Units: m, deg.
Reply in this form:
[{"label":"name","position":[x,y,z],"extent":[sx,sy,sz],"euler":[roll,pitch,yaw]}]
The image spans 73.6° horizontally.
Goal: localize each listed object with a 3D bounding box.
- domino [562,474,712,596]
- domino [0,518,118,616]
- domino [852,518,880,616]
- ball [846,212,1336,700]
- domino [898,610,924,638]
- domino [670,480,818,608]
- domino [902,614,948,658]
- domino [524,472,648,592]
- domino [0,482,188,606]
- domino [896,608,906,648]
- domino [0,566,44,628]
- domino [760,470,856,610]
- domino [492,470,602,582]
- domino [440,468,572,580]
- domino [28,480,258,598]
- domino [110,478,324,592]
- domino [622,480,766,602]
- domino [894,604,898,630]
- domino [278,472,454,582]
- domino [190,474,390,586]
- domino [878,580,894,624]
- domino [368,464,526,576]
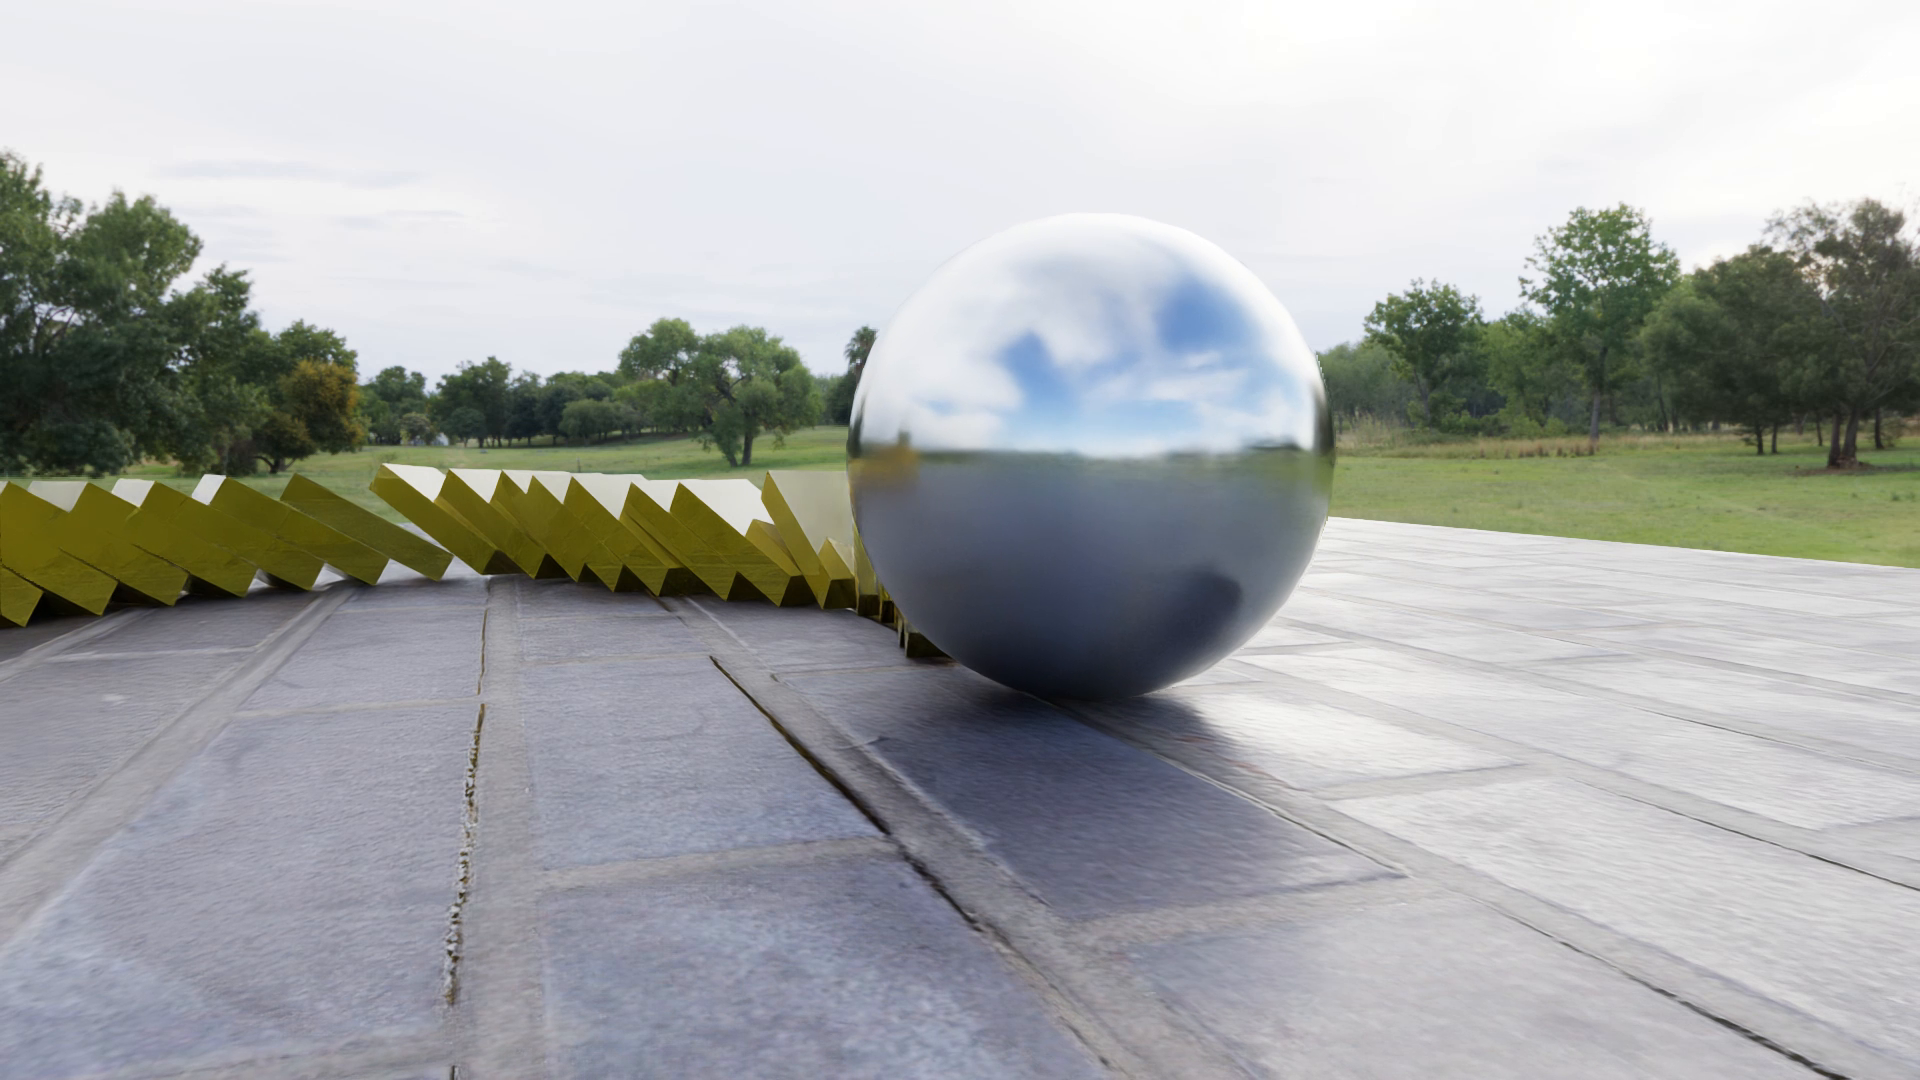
[{"label":"domino","position":[-0.091,-0.002,0.377],"extent":[0.050,0.009,0.025],"euler":[38,25,30]},{"label":"domino","position":[-0.230,0.003,0.302],"extent":[0.025,0.009,0.050],"euler":[1,-28,19]},{"label":"domino","position":[-0.015,-0.004,0.329],"extent":[0.025,0.050,0.009],"euler":[-1,-37,-8]},{"label":"ball","position":[0.021,-0.014,0.214],"extent":[0.080,0.080,0.080],"euler":[0,4,0]},{"label":"domino","position":[-0.003,-0.001,0.293],"extent":[0.025,0.050,0.010],"euler":[-1,-37,-7]},{"label":"domino","position":[-0.055,0.000,0.356],"extent":[0.050,0.010,0.025],"euler":[37,25,30]},{"label":"domino","position":[0.000,0.000,0.268],"extent":[0.025,0.050,0.009],"euler":[-1,-37,-7]},{"label":"domino","position":[-0.107,-0.003,0.389],"extent":[0.050,0.009,0.025],"euler":[38,25,30]},{"label":"domino","position":[-0.225,0.002,0.322],"extent":[0.025,0.010,0.050],"euler":[2,-26,24]},{"label":"domino","position":[-0.002,0.000,0.280],"extent":[0.025,0.050,0.010],"euler":[-1,-37,-7]},{"label":"domino","position":[-0.233,0.003,0.281],"extent":[0.025,0.009,0.050],"euler":[1,-30,12]},{"label":"domino","position":[-0.033,-0.001,0.346],"extent":[0.025,0.009,0.050],"euler":[-1,36,-31]},{"label":"domino","position":[-0.122,-0.005,0.404],"extent":[0.050,0.010,0.025],"euler":[38,22,30]},{"label":"domino","position":[-0.141,-0.006,0.412],"extent":[0.050,0.009,0.025],"euler":[36,18,23]},{"label":"domino","position":[-0.218,0.000,0.341],"extent":[0.025,0.009,0.050],"euler":[2,-25,28]},{"label":"domino","position":[-0.209,-0.001,0.361],"extent":[0.025,0.010,0.050],"euler":[3,-24,38]},{"label":"domino","position":[-0.071,-0.001,0.367],"extent":[0.050,0.010,0.025],"euler":[36,24,31]},{"label":"domino","position":[-0.004,-0.002,0.305],"extent":[0.025,0.050,0.010],"euler":[-1,-37,-8]},{"label":"domino","position":[-0.183,-0.004,0.395],"extent":[0.050,0.010,0.025],"euler":[32,-11,-25]},{"label":"domino","position":[-0.198,-0.003,0.379],"extent":[0.025,0.009,0.050],"euler":[5,-24,47]},{"label":"domino","position":[-0.008,-0.003,0.318],"extent":[0.025,0.050,0.010],"euler":[-1,-37,-8]},{"label":"domino","position":[-0.163,-0.007,0.415],"extent":[0.050,0.010,0.025],"euler":[34,9,13]}]
